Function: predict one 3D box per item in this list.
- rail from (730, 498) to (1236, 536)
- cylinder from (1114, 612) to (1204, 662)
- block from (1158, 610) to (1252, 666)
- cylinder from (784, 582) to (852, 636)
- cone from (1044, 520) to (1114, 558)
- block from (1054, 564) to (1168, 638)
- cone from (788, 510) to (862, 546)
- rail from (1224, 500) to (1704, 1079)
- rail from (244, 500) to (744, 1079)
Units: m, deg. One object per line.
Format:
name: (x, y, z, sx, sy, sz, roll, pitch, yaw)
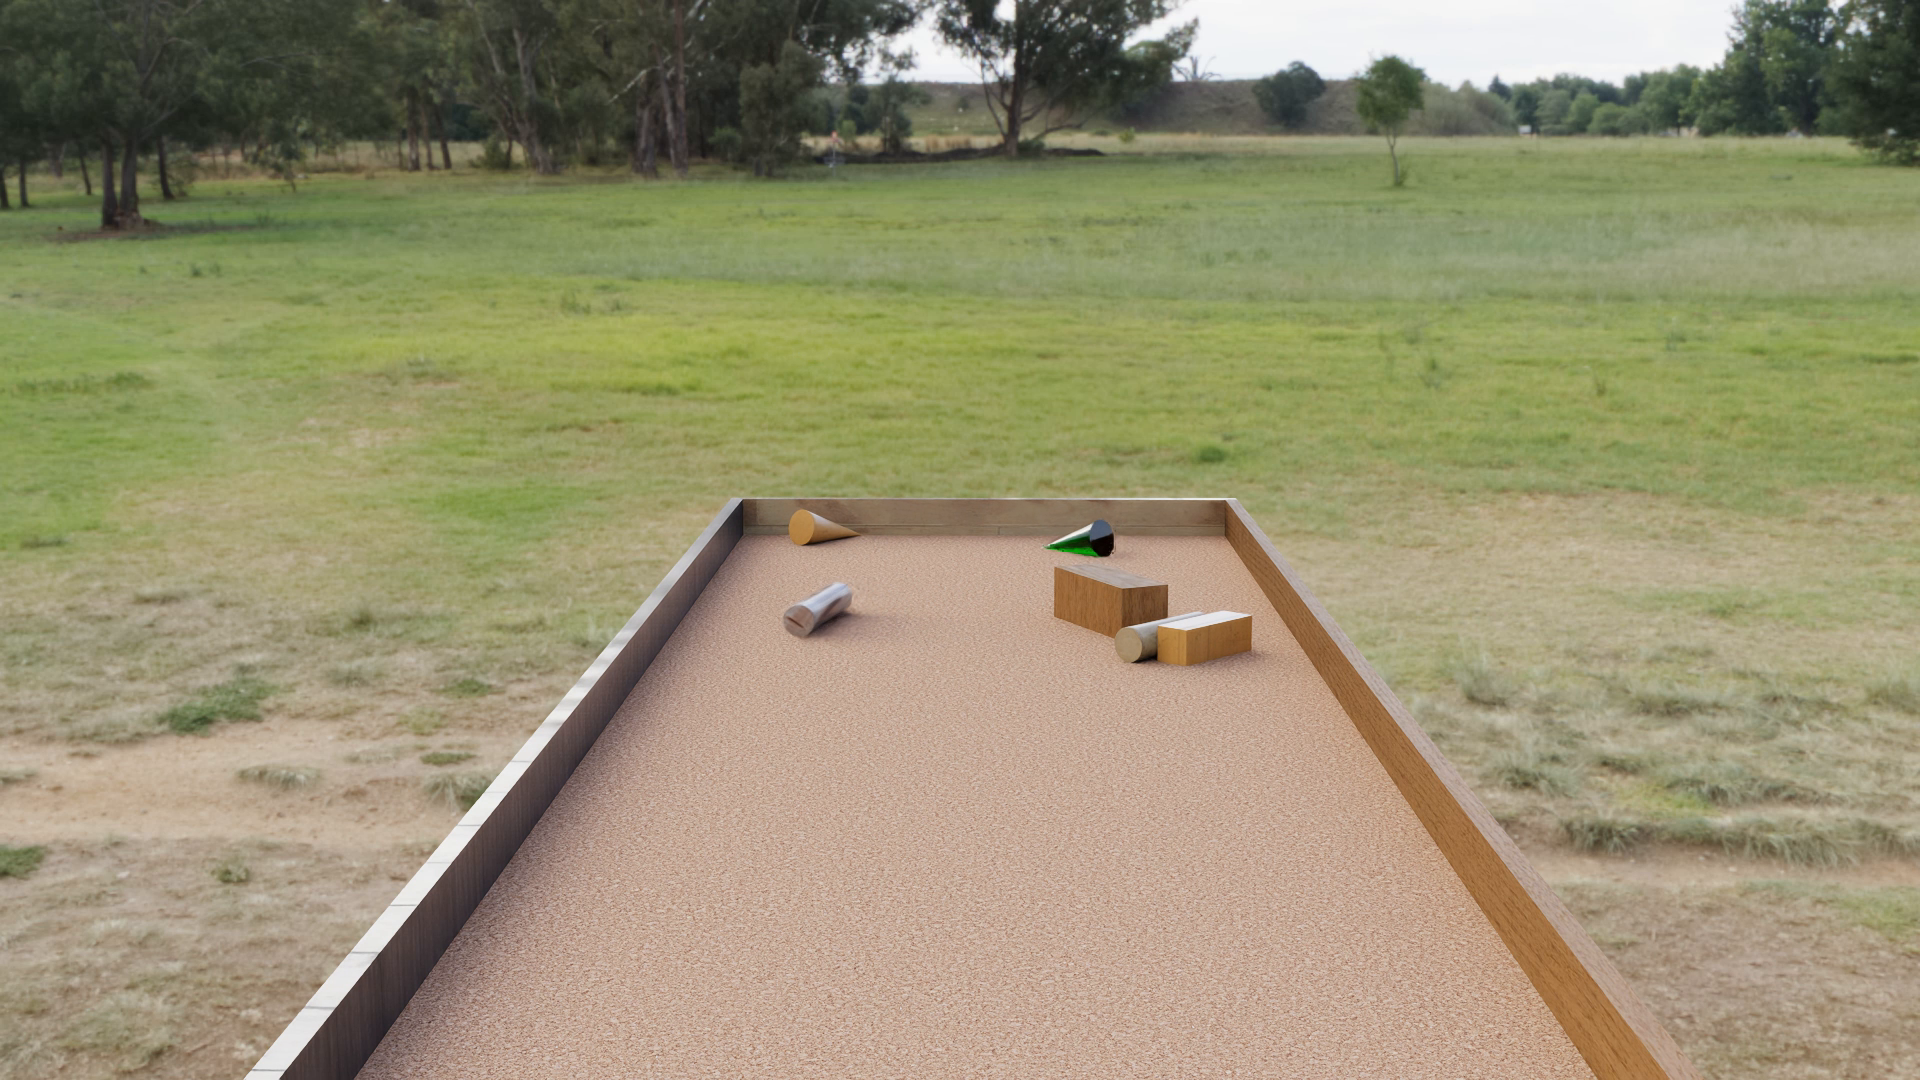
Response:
rail: (0.099, -0.098, 9.147, 2.100, 0.150, 0.050, 0, 9, 1)
cylinder: (0.630, 0.298, 6.786, 0.108, 0.108, 0.350, 8, 12, 43)
block: (0.753, 0.301, 6.758, 0.110, 0.110, 0.330, 8, 12, 43)
cylinder: (-0.465, 0.227, 7.251, 0.102, 0.102, 0.434, 2, 9, 13)
cone: (0.440, 0.013, 8.698, 0.318, 0.148, 0.148, -10, 0, 44)
block: (0.491, 0.199, 7.208, 0.170, 0.170, 0.457, -4, 10, -25)
cone: (-0.523, -0.036, 9.009, 0.146, 0.146, 0.354, 8, 1, 42)
rail: (1.046, 0.843, 3.208, 0.050, 0.150, 12.000, 0, 9, 1)
rail: (-1.004, 0.839, 3.234, 0.050, 0.150, 12.000, 0, 9, 1)
